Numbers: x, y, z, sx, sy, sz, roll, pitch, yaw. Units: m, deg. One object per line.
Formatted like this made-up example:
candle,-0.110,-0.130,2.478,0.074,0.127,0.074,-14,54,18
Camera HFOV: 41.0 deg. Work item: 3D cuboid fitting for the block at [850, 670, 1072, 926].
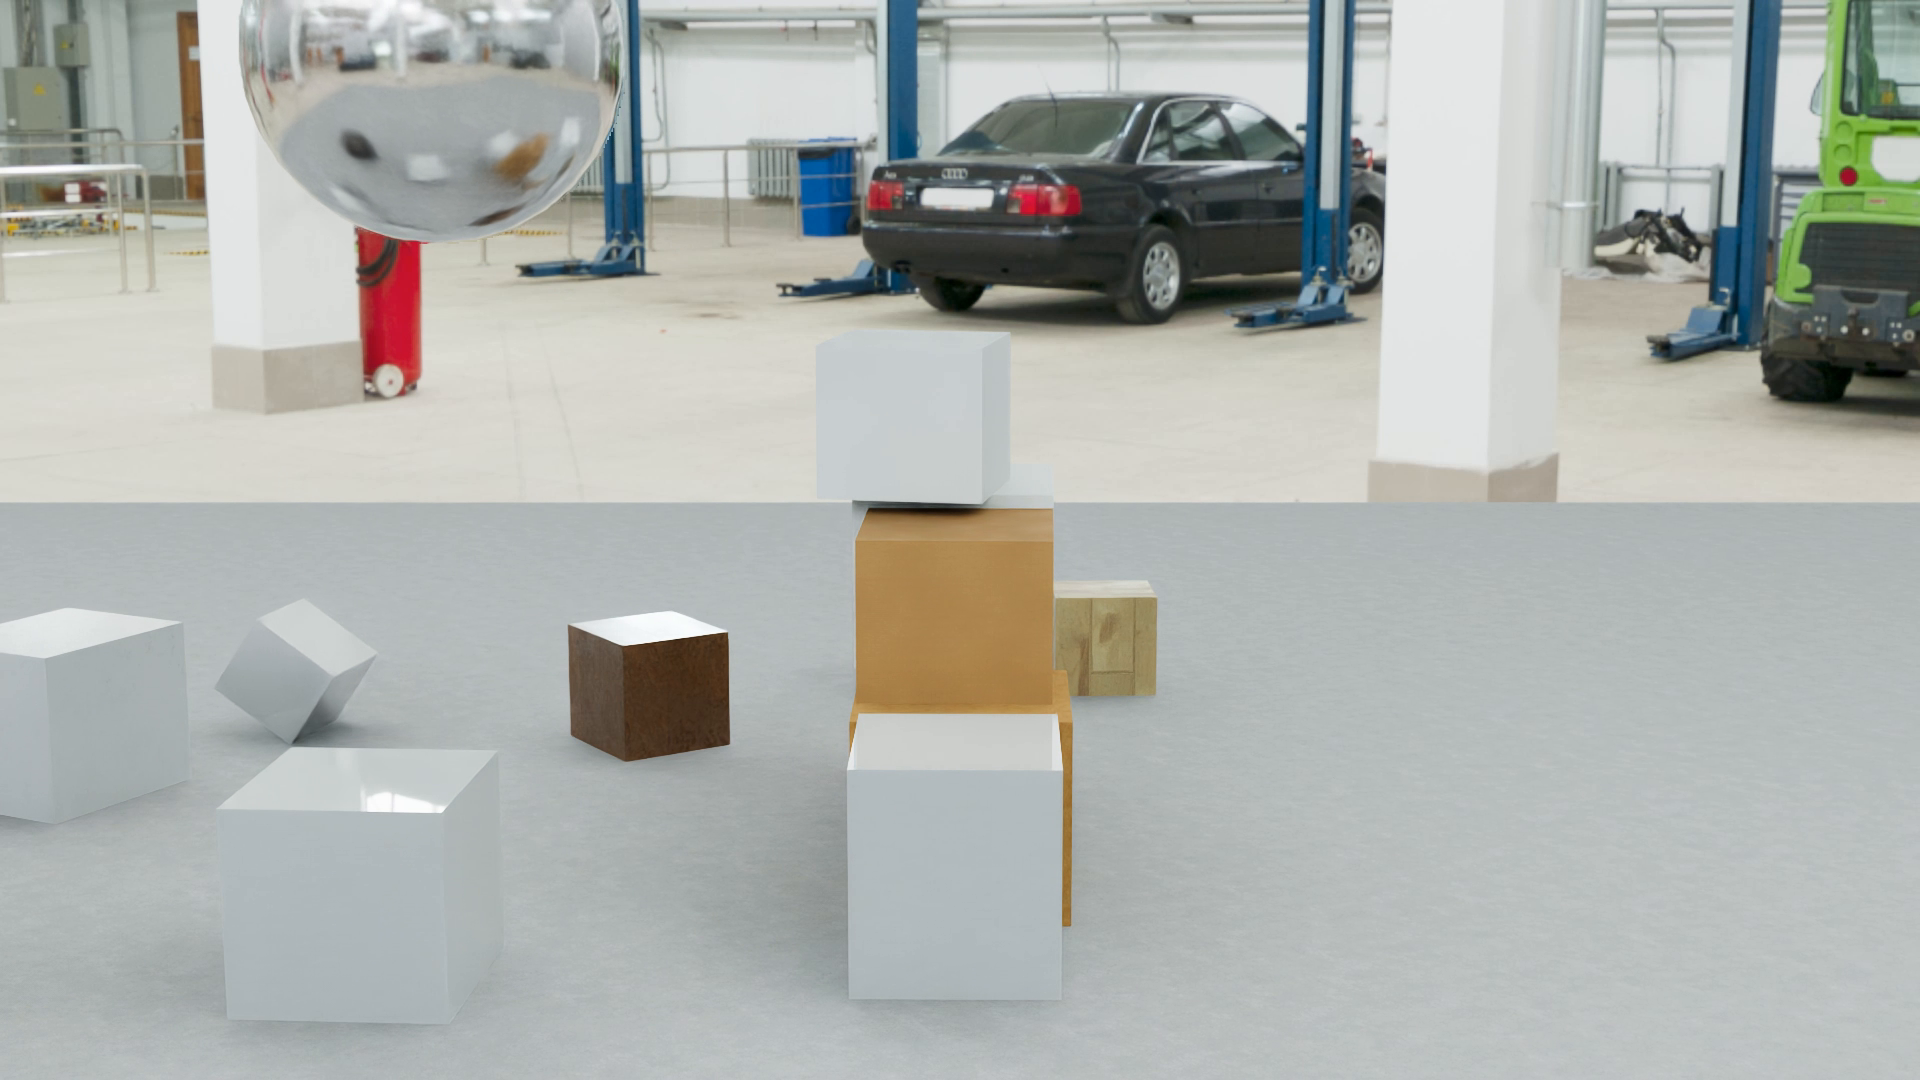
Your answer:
block,0.010,1.095,11.091,0.919,0.877,0.942,0,10,1

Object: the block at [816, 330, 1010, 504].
block,-0.201,-0.572,11.633,0.746,0.685,0.734,2,10,11

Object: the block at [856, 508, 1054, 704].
block,-0.010,0.275,11.197,0.830,0.700,0.826,0,10,2

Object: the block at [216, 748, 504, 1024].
block,-2.307,1.325,9.986,0.846,0.821,0.885,1,10,3

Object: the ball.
ball,-2.215,-2.055,10.807,1.600,1.600,1.600,0,10,0

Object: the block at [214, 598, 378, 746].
block,-3.567,0.703,13.808,0.515,0.467,0.560,36,15,4

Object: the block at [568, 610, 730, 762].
block,-1.655,0.766,13.636,0.617,0.613,0.646,-7,12,-34

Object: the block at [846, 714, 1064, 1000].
block,-0.013,1.240,10.199,0.817,0.911,0.864,0,10,1

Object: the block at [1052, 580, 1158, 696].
block,0.821,0.565,14.862,0.579,0.572,0.494,0,10,-3

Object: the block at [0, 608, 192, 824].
block,-4.430,0.847,12.655,0.782,0.806,0.905,5,12,26

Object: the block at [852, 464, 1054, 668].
block,-0.019,0.108,12.060,0.909,0.805,0.931,0,10,2
